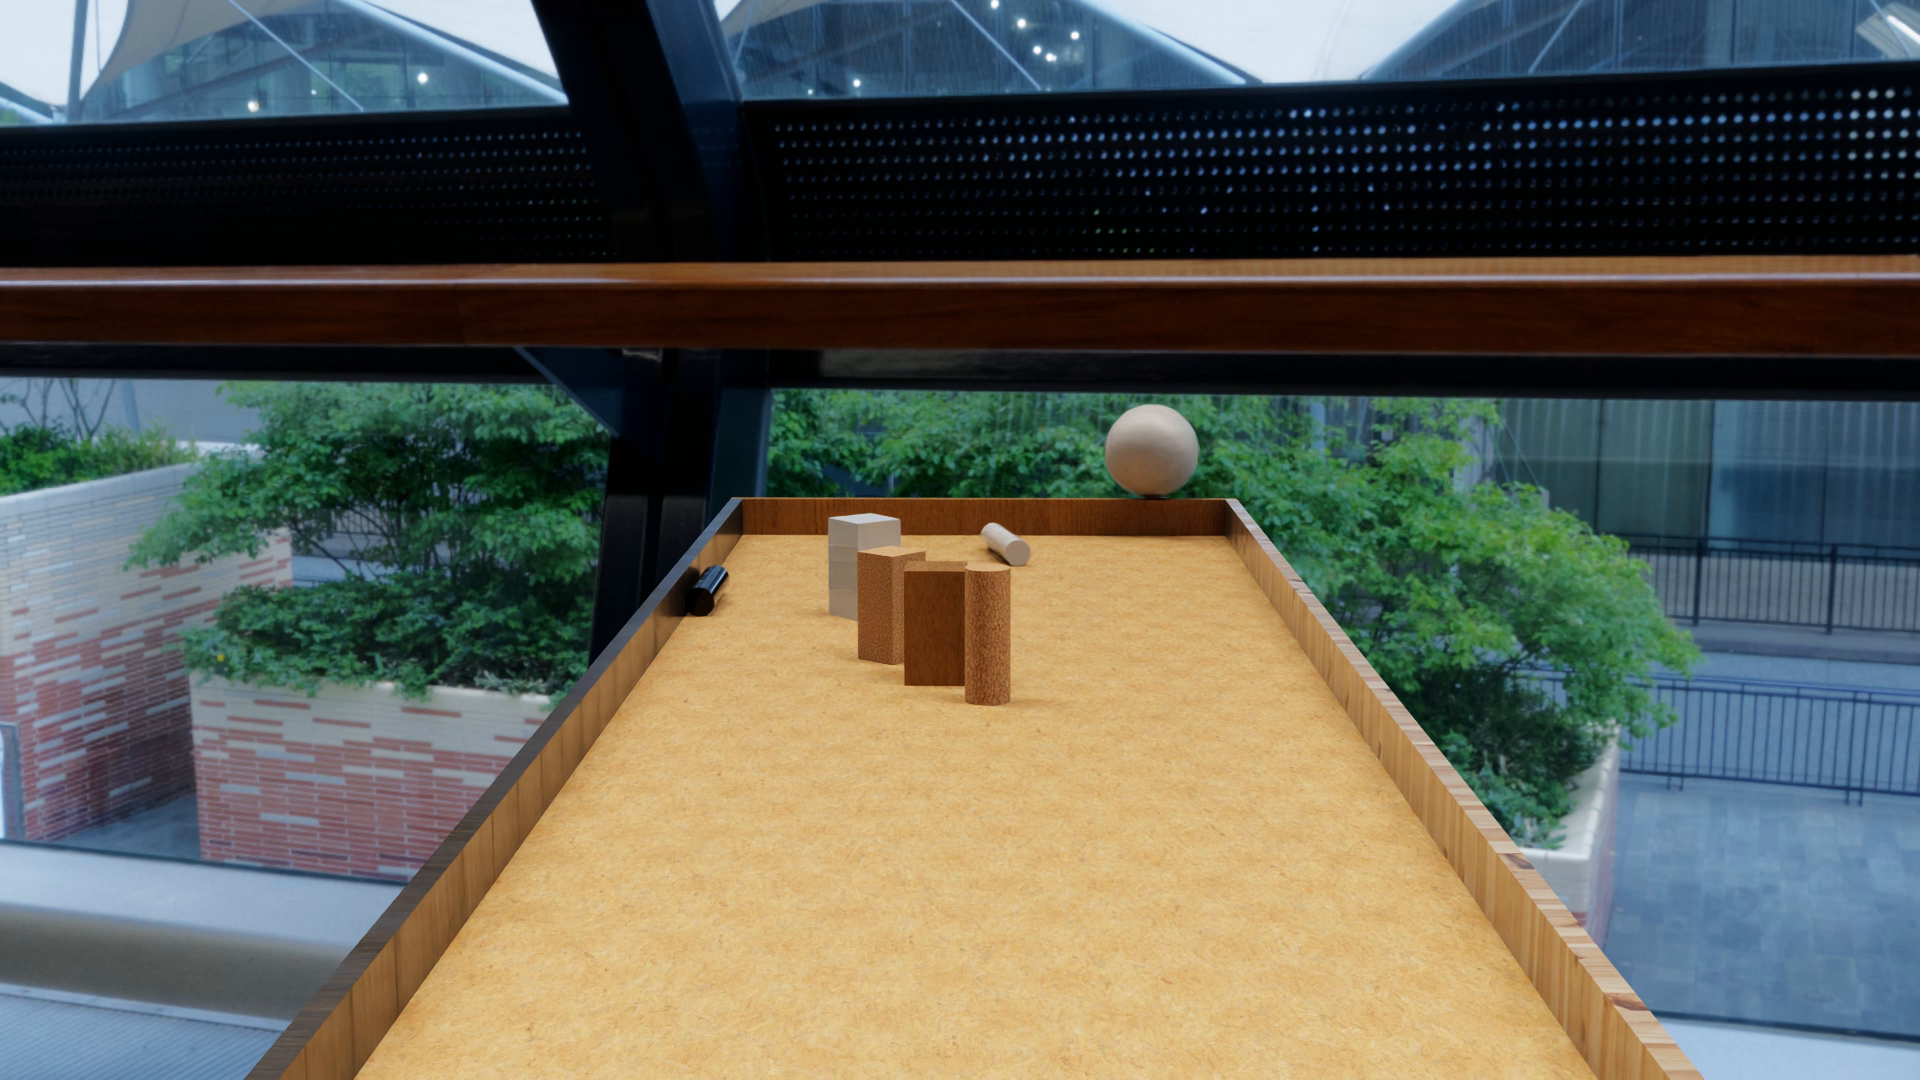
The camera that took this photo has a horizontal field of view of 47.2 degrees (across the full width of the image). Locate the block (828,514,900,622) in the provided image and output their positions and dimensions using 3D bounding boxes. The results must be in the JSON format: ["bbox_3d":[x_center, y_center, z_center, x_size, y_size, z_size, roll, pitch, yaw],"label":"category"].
[{"bbox_3d":[-0.321,0.090,7.393,0.174,0.329,0.174,-7,11,-37],"label":"block"}]

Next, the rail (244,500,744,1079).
[{"bbox_3d":[-1.004,0.839,3.234,0.050,0.150,12.000,0,9,1],"label":"rail"}]

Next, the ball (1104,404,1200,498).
[{"bbox_3d":[0.801,-0.370,9.177,0.394,0.394,0.394,0,9,0],"label":"ball"}]

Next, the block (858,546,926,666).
[{"bbox_3d":[-0.208,0.198,6.700,0.147,0.332,0.147,8,12,41],"label":"block"}]

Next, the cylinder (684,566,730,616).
[{"bbox_3d":[-0.870,0.174,7.590,0.101,0.101,0.439,0,9,1],"label":"cylinder"}]

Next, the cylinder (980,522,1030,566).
[{"bbox_3d":[0.176,0.016,8.589,0.101,0.101,0.451,-2,9,-11],"label":"cylinder"}]

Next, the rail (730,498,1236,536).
[{"bbox_3d":[0.099,-0.098,9.147,2.100,0.150,0.050,0,9,1],"label":"rail"}]

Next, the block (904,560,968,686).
[{"bbox_3d":[-0.069,0.242,6.412,0.177,0.336,0.177,0,9,2],"label":"block"}]

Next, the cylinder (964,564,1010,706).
[{"bbox_3d":[0.077,0.263,6.139,0.128,0.379,0.128,0,9,0],"label":"cylinder"}]

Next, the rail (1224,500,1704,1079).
[{"bbox_3d":[1.046,0.843,3.208,0.050,0.150,12.000,0,9,1],"label":"rail"}]
